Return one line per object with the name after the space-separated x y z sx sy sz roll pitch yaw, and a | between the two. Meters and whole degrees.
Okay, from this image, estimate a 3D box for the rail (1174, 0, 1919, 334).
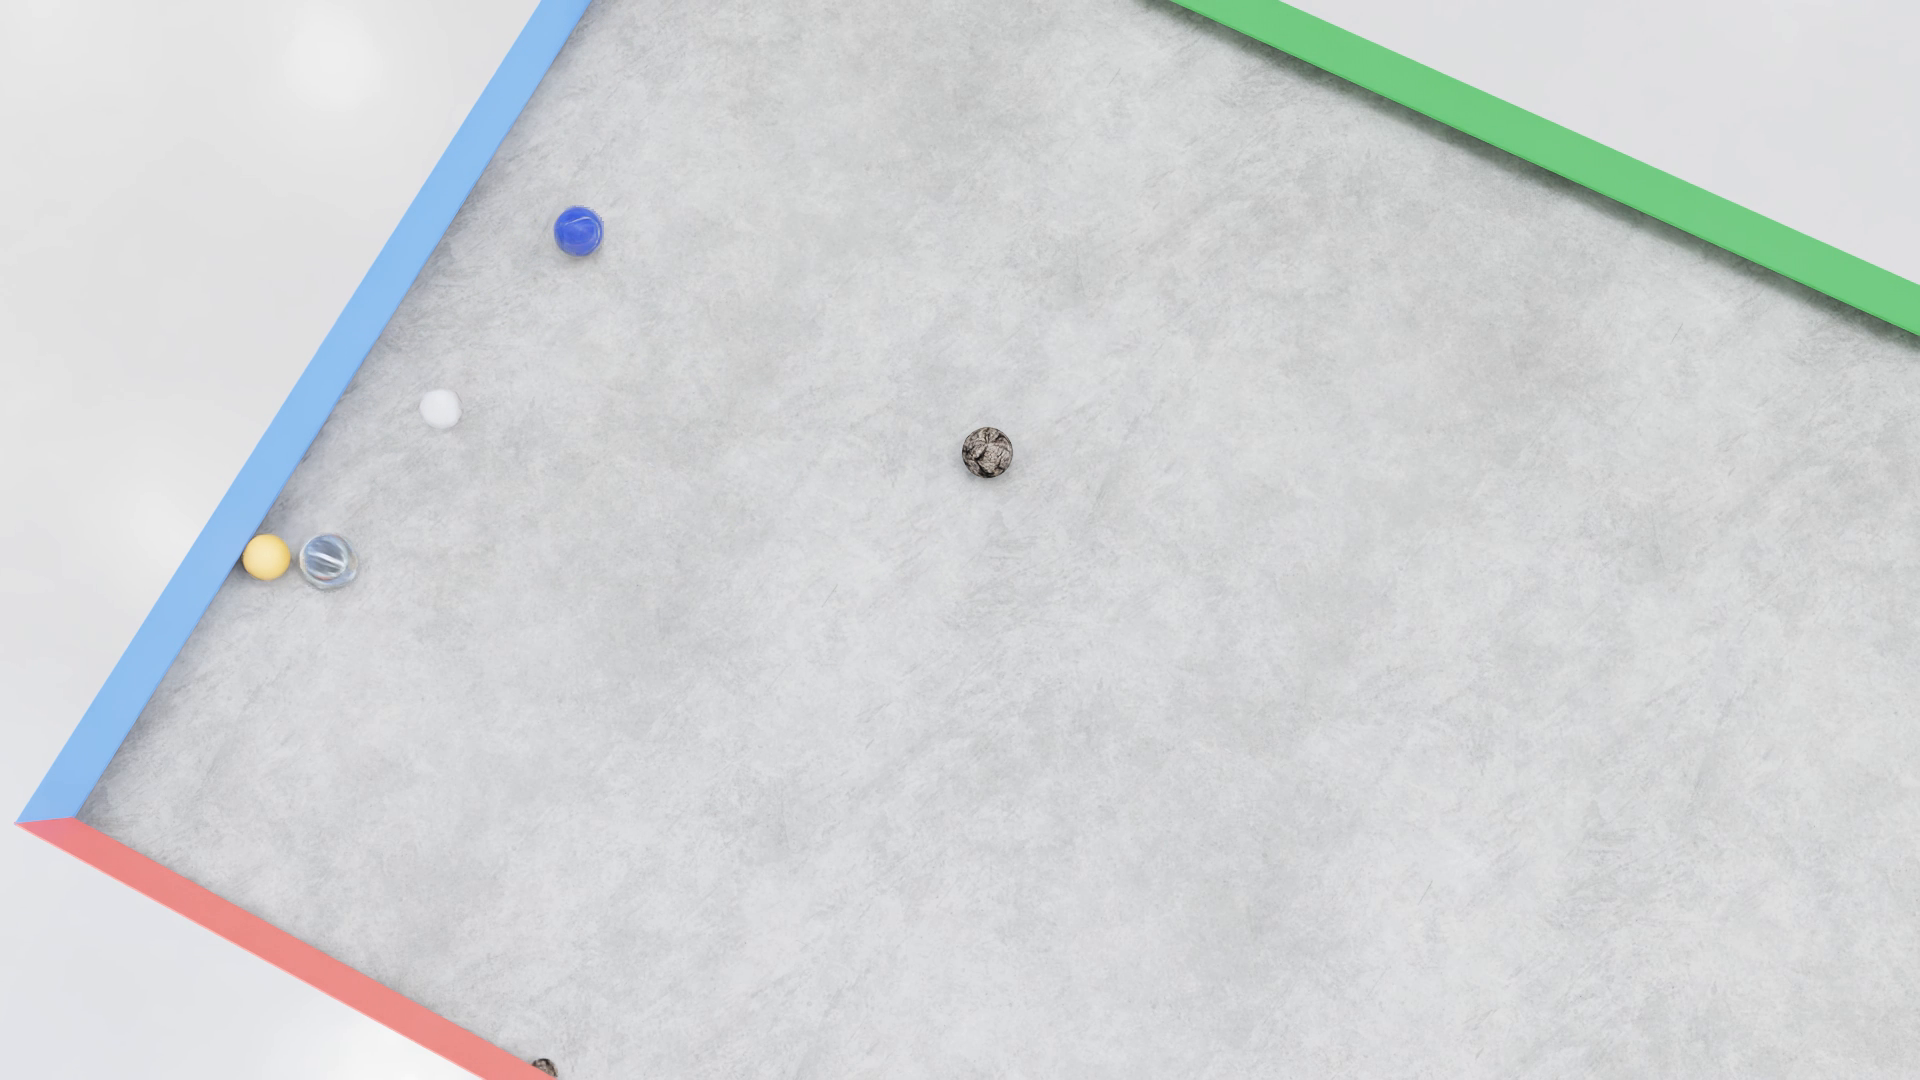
1.353 -0.421 3.478 4.028 0.119 0.045 26 75 8 | rail

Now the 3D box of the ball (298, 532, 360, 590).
-0.963 0.032 3.359 0.089 0.089 0.089 0 73 0 | ball

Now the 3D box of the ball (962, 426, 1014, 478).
0.043 -0.136 3.414 0.080 0.080 0.080 0 73 0 | ball

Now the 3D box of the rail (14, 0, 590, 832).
-0.875 -0.436 3.483 0.045 0.119 2.049 26 75 8 | rail

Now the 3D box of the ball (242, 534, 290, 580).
-1.063 0.027 3.370 0.070 0.070 0.070 0 73 0 | ball

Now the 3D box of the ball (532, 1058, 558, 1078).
-0.599 0.766 3.162 0.040 0.040 0.040 0 73 0 | ball

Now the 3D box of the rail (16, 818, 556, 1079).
0.440 1.285 2.963 4.028 0.119 0.045 26 75 8 | rail

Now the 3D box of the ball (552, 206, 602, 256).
-0.612 -0.493 3.522 0.079 0.079 0.079 0 73 0 | ball

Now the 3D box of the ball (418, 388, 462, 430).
-0.814 -0.206 3.442 0.066 0.066 0.066 0 73 0 | ball
